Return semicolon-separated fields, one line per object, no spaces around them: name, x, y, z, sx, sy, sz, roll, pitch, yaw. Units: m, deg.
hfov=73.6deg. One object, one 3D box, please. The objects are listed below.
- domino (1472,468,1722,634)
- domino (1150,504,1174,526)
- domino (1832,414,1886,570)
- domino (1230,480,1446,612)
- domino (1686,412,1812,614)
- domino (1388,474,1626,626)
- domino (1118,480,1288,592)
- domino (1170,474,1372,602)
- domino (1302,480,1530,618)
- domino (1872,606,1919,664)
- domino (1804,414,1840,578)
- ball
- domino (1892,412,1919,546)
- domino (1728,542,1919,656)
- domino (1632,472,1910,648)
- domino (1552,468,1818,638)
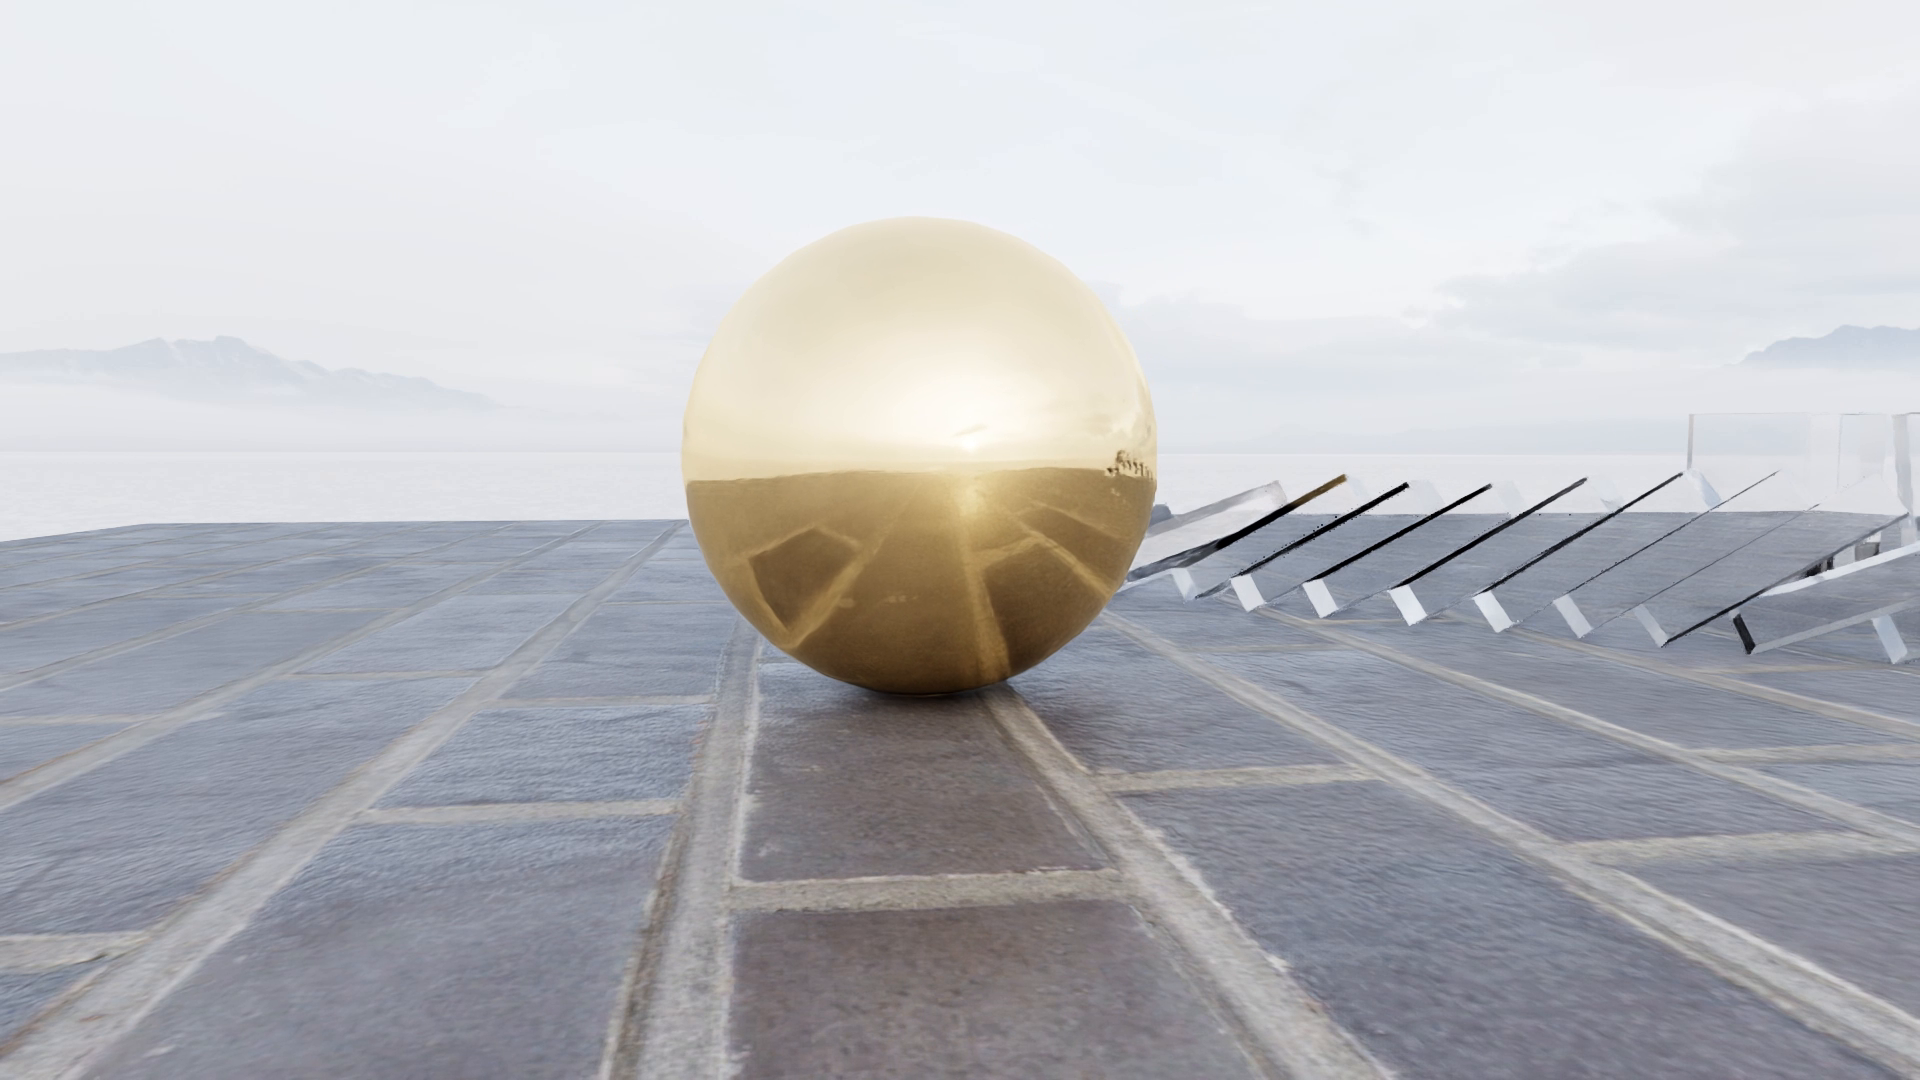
domino;0.142;0.003;0.286;0.050;0.010;0.025;-40;-19;32
domino;0.038;0.003;0.366;0.050;0.009;0.025;-11;-20;-44
domino;0.229;-0.007;0.333;0.009;0.050;0.025;1;4;15
domino;0.095;0.002;0.323;0.050;0.010;0.025;-33;-14;30
domino;0.197;-0.007;0.321;0.025;0.050;0.010;4;6;40
domino;0.127;0.002;0.298;0.050;0.009;0.025;-37;-18;32
domino;0.064;0.000;0.352;0.050;0.010;0.025;-20;-14;0
domino;0.082;0.000;0.334;0.050;0.010;0.025;-31;-14;23
domino;0.111;0.002;0.312;0.050;0.010;0.025;-33;-15;31
domino;0.203;0.009;0.240;0.025;0.010;0.050;-7;-16;-45
domino;0.213;-0.008;0.335;0.009;0.050;0.025;-1;4;-14
ball;-0.007;-0.014;0.218;0.080;0.080;0.080;0;4;0
domino;0.247;-0.007;0.325;0.025;0.050;0.009;-4;0;-42
domino;0.183;0.009;0.255;0.050;0.009;0.025;-27;-12;34
domino;0.167;0.004;0.265;0.050;0.010;0.025;-39;-19;31
domino;0.155;0.003;0.275;0.050;0.009;0.025;-40;-19;32
